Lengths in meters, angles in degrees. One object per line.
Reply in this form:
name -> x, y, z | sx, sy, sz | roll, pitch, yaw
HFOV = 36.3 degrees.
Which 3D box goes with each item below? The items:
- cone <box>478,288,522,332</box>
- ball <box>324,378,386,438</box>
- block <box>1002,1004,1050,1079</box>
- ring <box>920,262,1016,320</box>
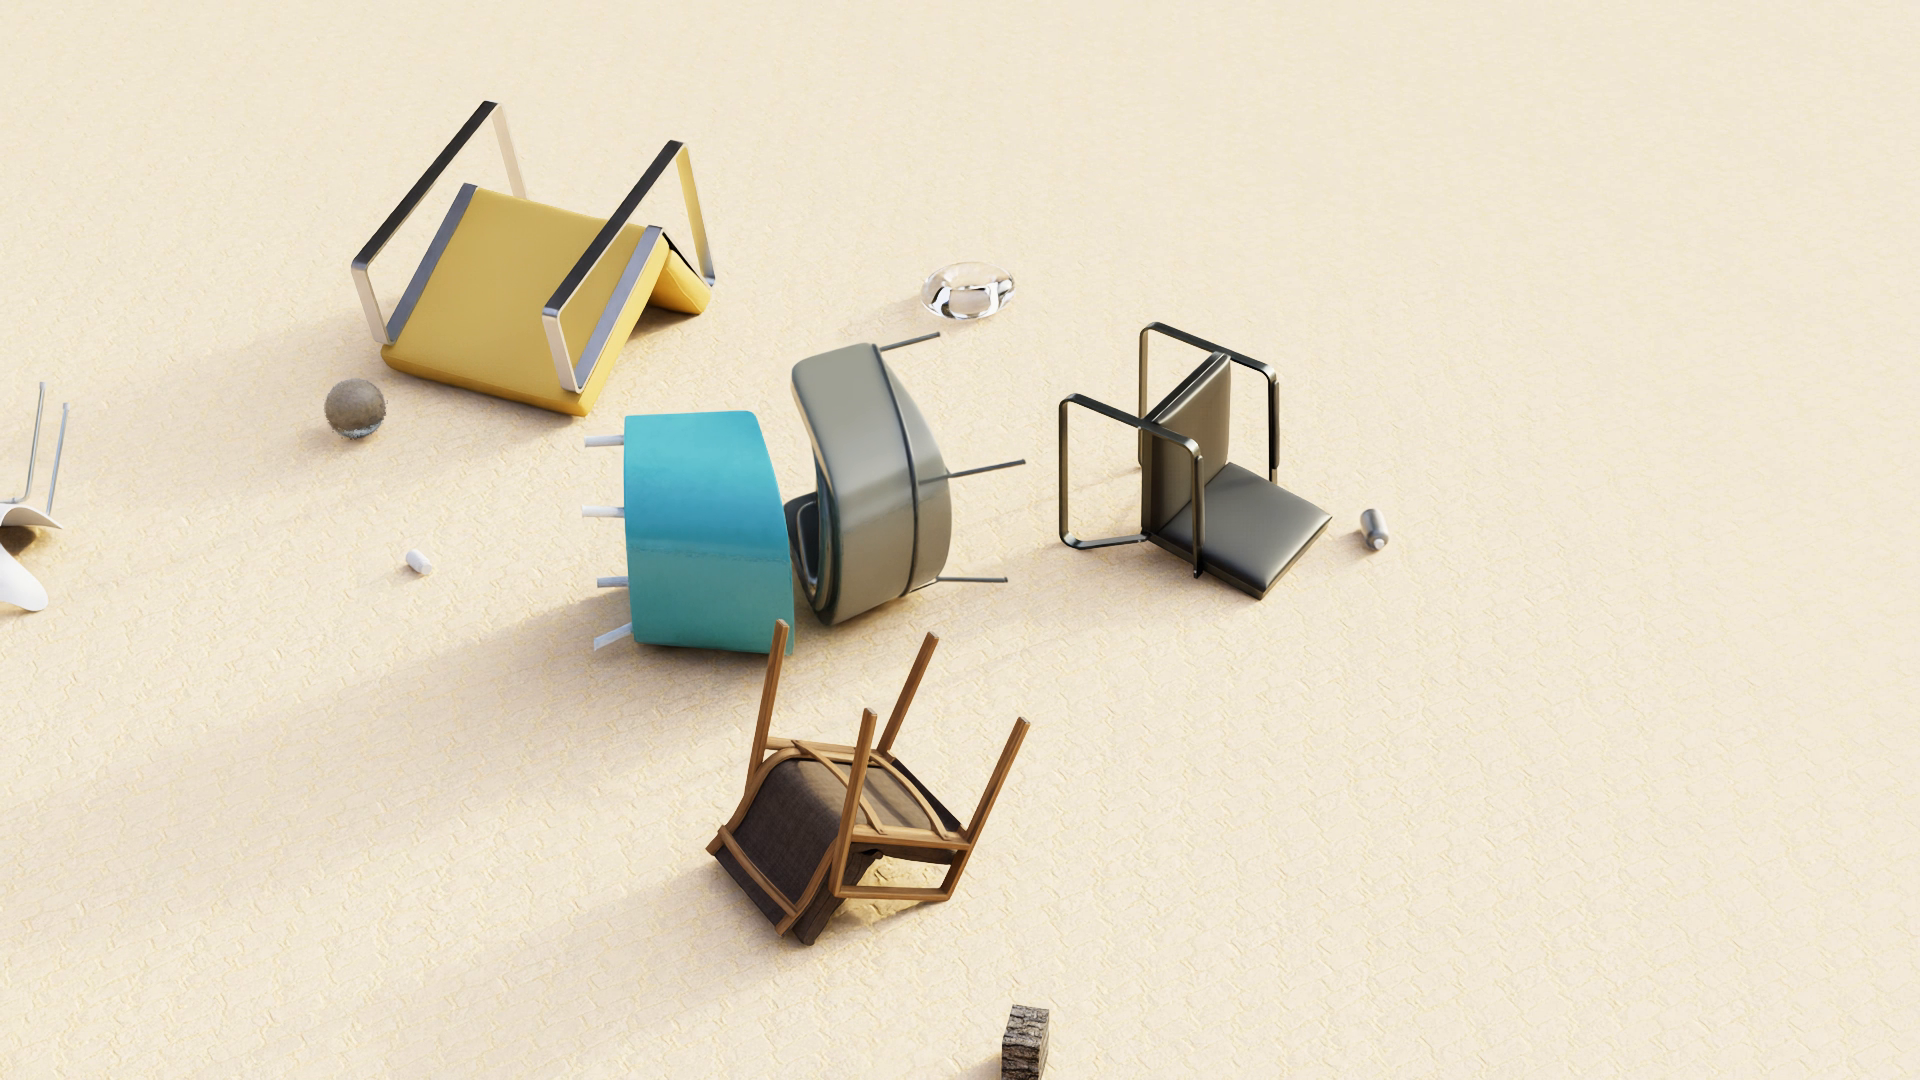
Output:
cone -> -1.904, -0.942, 12.309 | 0.205, 0.150, 0.177 | -6, 56, -31
ball -> -2.376, -0.517, 11.514 | 0.236, 0.236, 0.236 | 0, 33, 0
block -> 0.191, 1.479, 8.542 | 0.110, 0.174, 0.163 | 7, 34, 10
ring -> 0.035, -1.060, 12.441 | 0.424, 0.126, 0.364 | -19, 37, -25
